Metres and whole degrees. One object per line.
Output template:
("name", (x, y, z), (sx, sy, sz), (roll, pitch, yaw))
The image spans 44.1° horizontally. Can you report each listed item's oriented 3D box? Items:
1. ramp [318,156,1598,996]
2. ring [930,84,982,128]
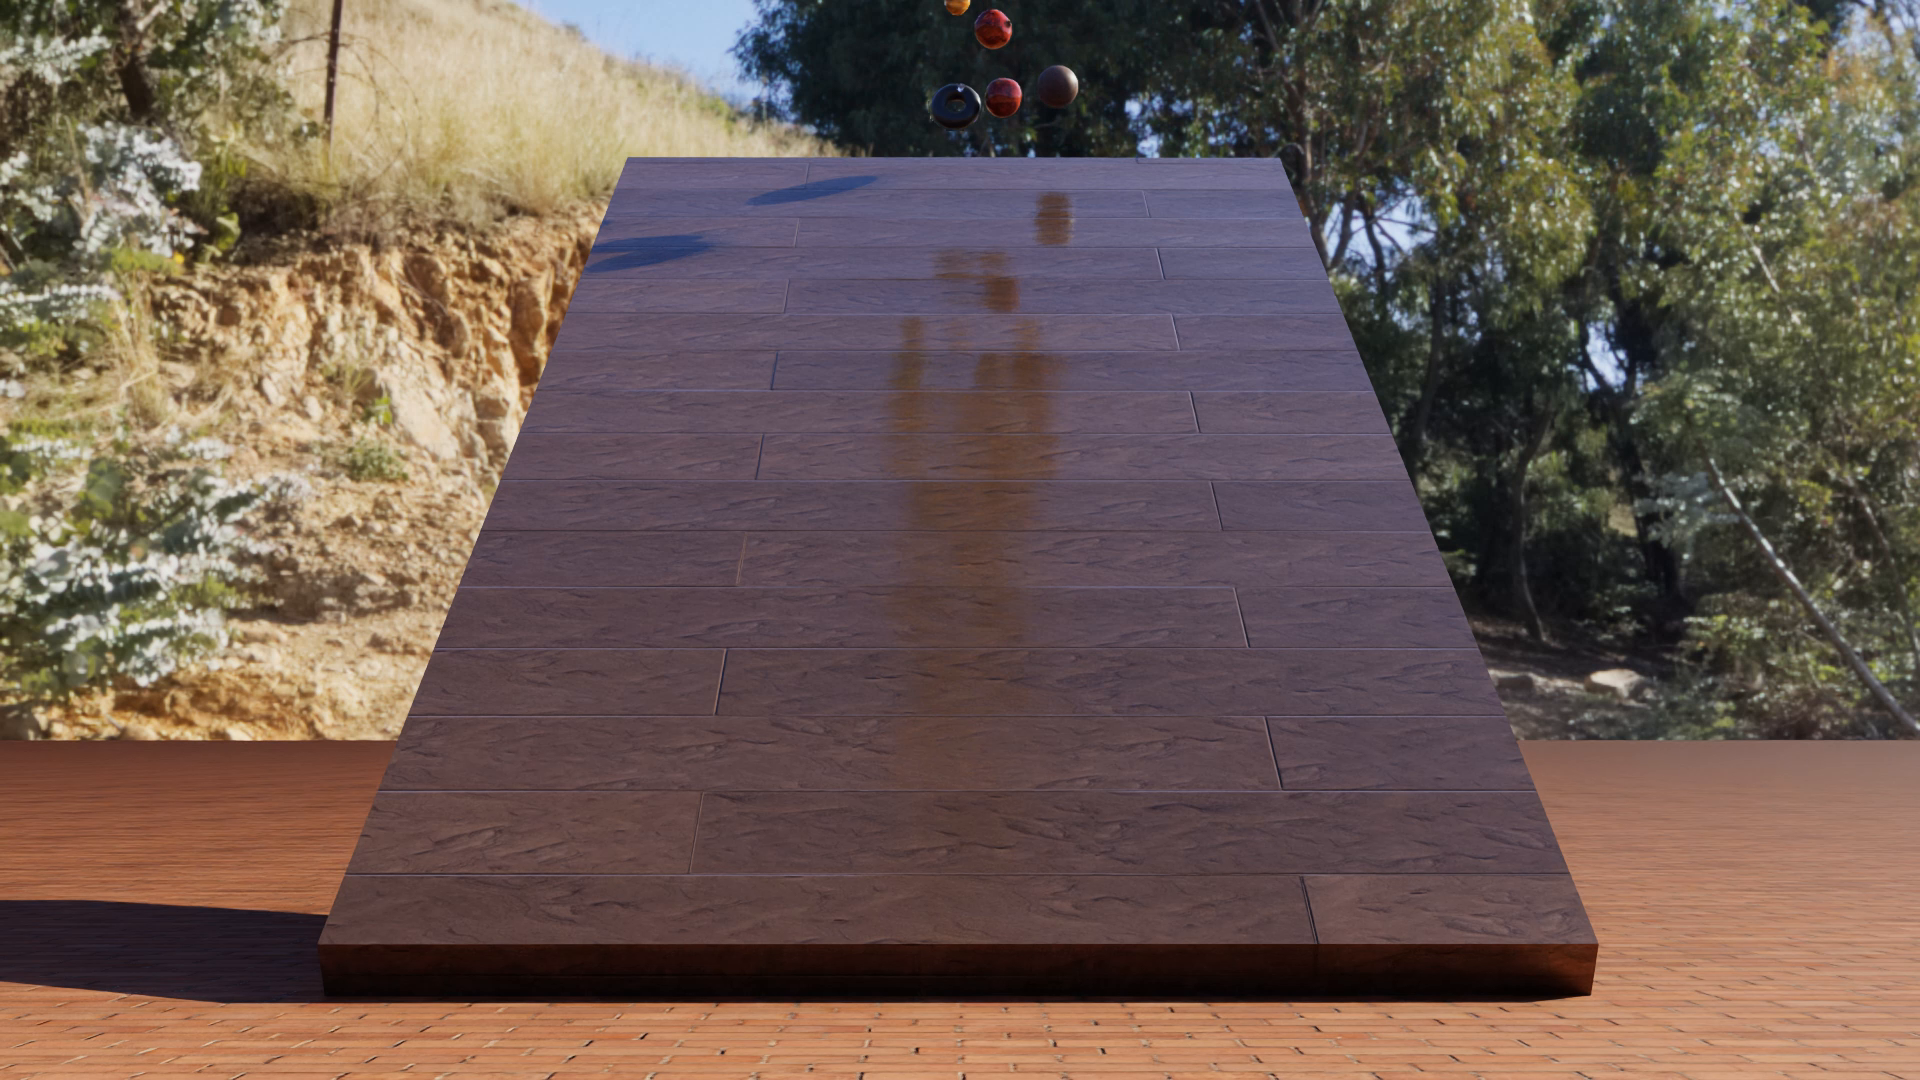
("ramp", (-0.010, -0.227, 5.503), (2.000, 0.100, 4.000), (0, 27, 0))
("ring", (-0.012, -1.269, 6.928), (0.148, 0.148, 0.049), (0, -22, 3))
